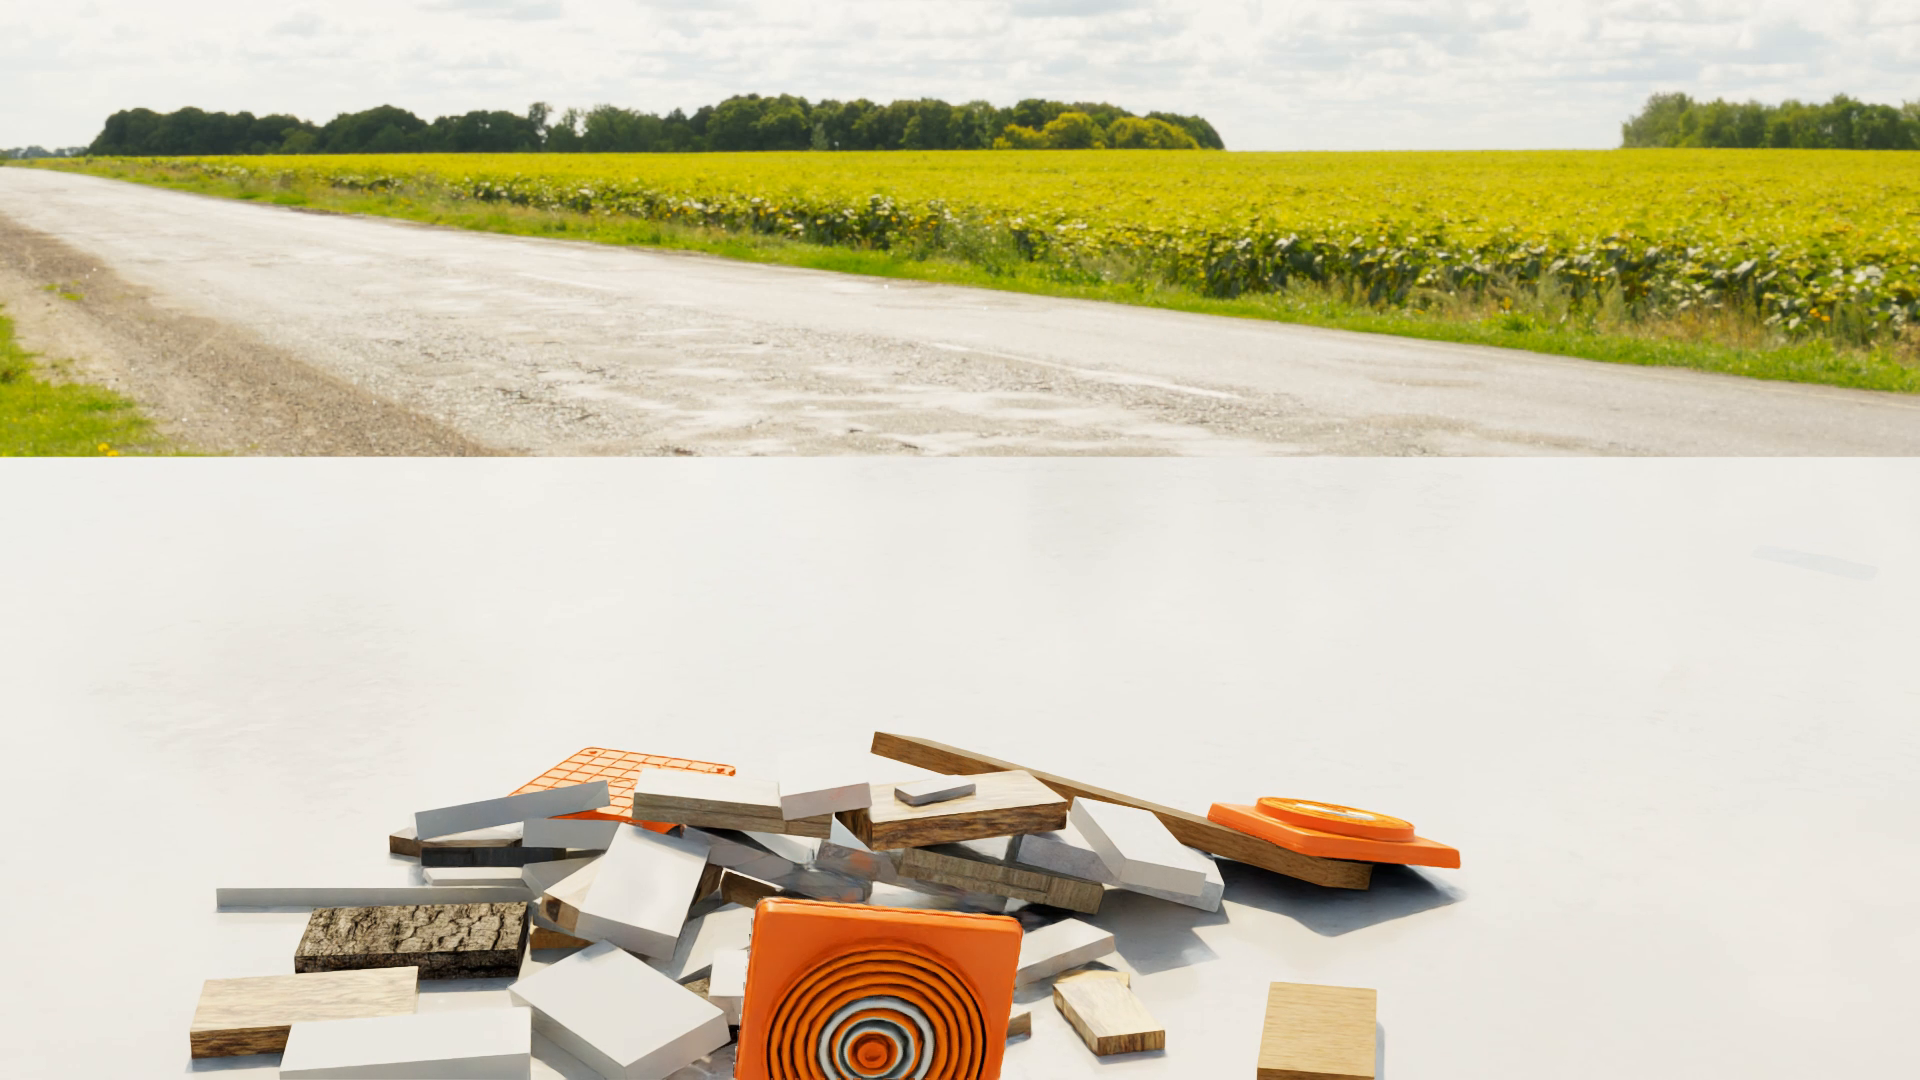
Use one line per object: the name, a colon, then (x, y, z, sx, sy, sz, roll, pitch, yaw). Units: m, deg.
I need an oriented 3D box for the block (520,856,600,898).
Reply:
block: (-0.624, 0.561, 3.624, 0.176, 0.025, 0.088, 0, 27, -41)

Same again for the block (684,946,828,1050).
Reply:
block: (-0.278, 0.659, 3.186, 0.284, 0.040, 0.141, -9, 14, -40)

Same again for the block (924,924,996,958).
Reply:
block: (-0.001, 0.626, 3.432, 0.104, 0.015, 0.052, -10, 15, -43)

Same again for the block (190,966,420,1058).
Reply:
block: (-0.920, 0.665, 3.104, 0.296, 0.042, 0.148, -2, 17, -10)

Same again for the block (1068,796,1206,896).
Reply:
block: (0.286, 0.497, 3.583, 0.140, 0.040, 0.281, 13, 10, -17)

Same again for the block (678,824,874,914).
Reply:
block: (-0.303, 0.518, 3.607, 0.319, 0.045, 0.159, 19, 6, -7)

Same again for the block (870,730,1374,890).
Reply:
block: (0.260, 0.476, 3.952, 1.010, 0.043, 0.152, 11, -2, 40)

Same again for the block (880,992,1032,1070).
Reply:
block: (-0.005, 0.685, 3.079, 0.199, 0.028, 0.099, -10, 14, -43)

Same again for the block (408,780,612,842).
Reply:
block: (-0.782, 0.470, 3.817, 0.327, 0.046, 0.163, -8, -6, -18)

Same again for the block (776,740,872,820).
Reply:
block: (-0.223, 0.388, 3.577, 0.140, 0.040, 0.281, -9, 9, -4)

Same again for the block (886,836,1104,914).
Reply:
block: (0.051, 0.527, 3.590, 0.338, 0.048, 0.169, 13, 9, -14)

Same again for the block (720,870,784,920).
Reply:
block: (-0.335, 0.585, 3.540, 0.088, 0.025, 0.175, 21, 6, -13)

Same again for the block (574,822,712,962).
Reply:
block: (-0.480, 0.533, 3.354, 0.148, 0.042, 0.296, 15, 19, -2)

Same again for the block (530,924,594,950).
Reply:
block: (-0.587, 0.614, 3.472, 0.176, 0.025, 0.088, -1, 11, -8)

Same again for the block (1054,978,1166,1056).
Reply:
block: (0.210, 0.676, 3.127, 0.099, 0.028, 0.199, -3, 11, -15)

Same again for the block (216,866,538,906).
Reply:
block: (-0.957, 0.576, 3.661, 0.526, 0.031, 0.110, 0, 11, 0)

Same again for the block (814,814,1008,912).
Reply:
block: (-0.081, 0.531, 3.636, 0.319, 0.045, 0.159, 15, 9, -6)

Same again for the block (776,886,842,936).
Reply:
block: (-0.245, 0.599, 3.552, 0.088, 0.025, 0.176, -2, 11, -11)

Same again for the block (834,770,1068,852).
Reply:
block: (-0.015, 0.438, 3.576, 0.338, 0.048, 0.169, -3, 13, -23)

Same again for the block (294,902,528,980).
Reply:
block: (-0.834, 0.615, 3.364, 0.327, 0.046, 0.163, -1, 16, -5)

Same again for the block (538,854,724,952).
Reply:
block: (-0.508, 0.545, 3.427, 0.148, 0.042, 0.296, 22, 20, 18)

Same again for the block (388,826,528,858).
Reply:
block: (-0.884, 0.535, 3.878, 0.220, 0.031, 0.110, 5, 12, 26)

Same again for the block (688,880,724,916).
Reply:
block: (-0.464, 0.591, 3.595, 0.176, 0.025, 0.088, -3, 11, -17)

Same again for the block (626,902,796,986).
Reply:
block: (-0.398, 0.625, 3.289, 0.141, 0.040, 0.283, 10, 20, 42)

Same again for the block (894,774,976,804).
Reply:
block: (-0.040, 0.405, 3.573, 0.127, 0.015, 0.052, -7, 15, -37)

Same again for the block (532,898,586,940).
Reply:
block: (-0.537, 0.569, 3.521, 0.141, 0.040, 0.283, 8, 13, 28)

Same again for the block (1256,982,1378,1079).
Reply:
block: (0.493, 0.688, 3.021, 0.152, 0.043, 0.303, 2, 11, 11)

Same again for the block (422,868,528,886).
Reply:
block: (-0.733, 0.553, 3.616, 0.293, 0.013, 0.046, 5, 12, -33)

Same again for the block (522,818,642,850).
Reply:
block: (-0.637, 0.499, 3.735, 0.163, 0.046, 0.327, 2, -8, -3)

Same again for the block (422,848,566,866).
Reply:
block: (-0.786, 0.535, 3.714, 0.220, 0.031, 0.110, 0, -8, 2)

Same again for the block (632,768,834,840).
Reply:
block: (-0.368, 0.429, 3.594, 0.319, 0.045, 0.159, 6, 8, -4)

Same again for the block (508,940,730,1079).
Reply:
block: (-0.477, 0.658, 3.058, 0.161, 0.046, 0.321, -23, 24, -34)

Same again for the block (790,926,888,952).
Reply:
block: (-0.209, 0.631, 3.381, 0.176, 0.025, 0.088, -4, 11, -21)

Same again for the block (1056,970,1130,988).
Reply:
block: (0.198, 0.657, 3.269, 0.104, 0.015, 0.052, 1, 11, 7)

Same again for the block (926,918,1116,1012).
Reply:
block: (0.049, 0.640, 3.268, 0.400, 0.028, 0.099, -11, 14, -38)

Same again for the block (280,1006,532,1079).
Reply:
block: (-0.745, 0.695, 2.978, 0.321, 0.046, 0.161, -2, 11, -10)

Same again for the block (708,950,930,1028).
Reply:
block: (-0.199, 0.633, 3.110, 0.303, 0.043, 0.152, 2, 13, -4)

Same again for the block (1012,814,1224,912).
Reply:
block: (0.259, 0.525, 3.645, 0.338, 0.048, 0.169, 15, 10, -4)
